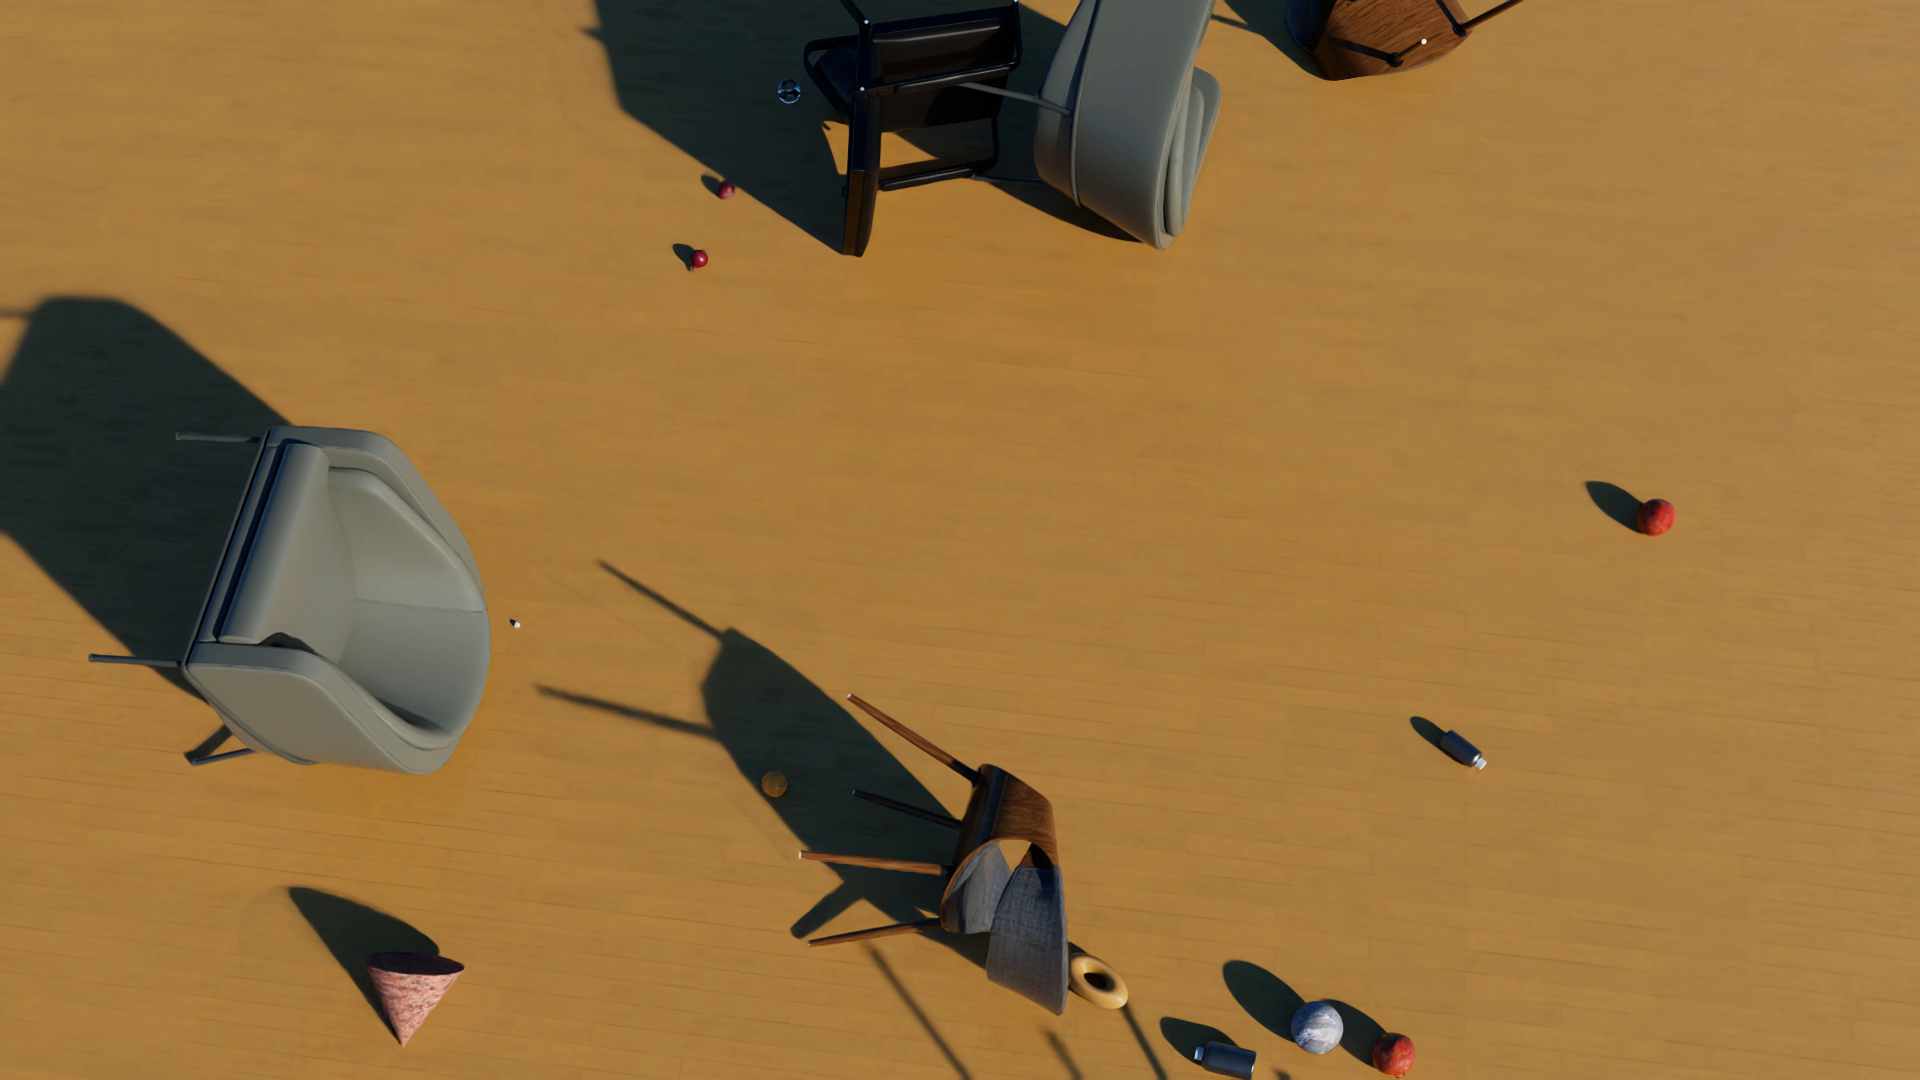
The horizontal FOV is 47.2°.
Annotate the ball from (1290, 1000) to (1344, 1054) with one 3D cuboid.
[{"bbox_3d":[0.917,1.253,5.652,0.134,0.134,0.134,0,56,0],"label":"ball"}]

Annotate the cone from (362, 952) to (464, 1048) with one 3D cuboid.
[{"bbox_3d":[-1.430,1.206,5.693,0.256,0.297,0.220,7,89,-33],"label":"cone"}]

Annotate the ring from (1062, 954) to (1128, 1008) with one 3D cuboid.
[{"bbox_3d":[0.354,1.155,5.761,0.200,0.064,0.111,33,61,21],"label":"ring"}]

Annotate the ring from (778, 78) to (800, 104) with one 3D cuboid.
[{"bbox_3d":[-0.589,-1.548,7.581,0.079,0.053,0.087,9,58,8],"label":"ring"}]

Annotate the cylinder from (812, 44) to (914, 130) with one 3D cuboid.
[{"bbox_3d":[-0.331,-1.543,7.485,0.263,0.185,0.244,-12,51,-44],"label":"cylinder"}]
